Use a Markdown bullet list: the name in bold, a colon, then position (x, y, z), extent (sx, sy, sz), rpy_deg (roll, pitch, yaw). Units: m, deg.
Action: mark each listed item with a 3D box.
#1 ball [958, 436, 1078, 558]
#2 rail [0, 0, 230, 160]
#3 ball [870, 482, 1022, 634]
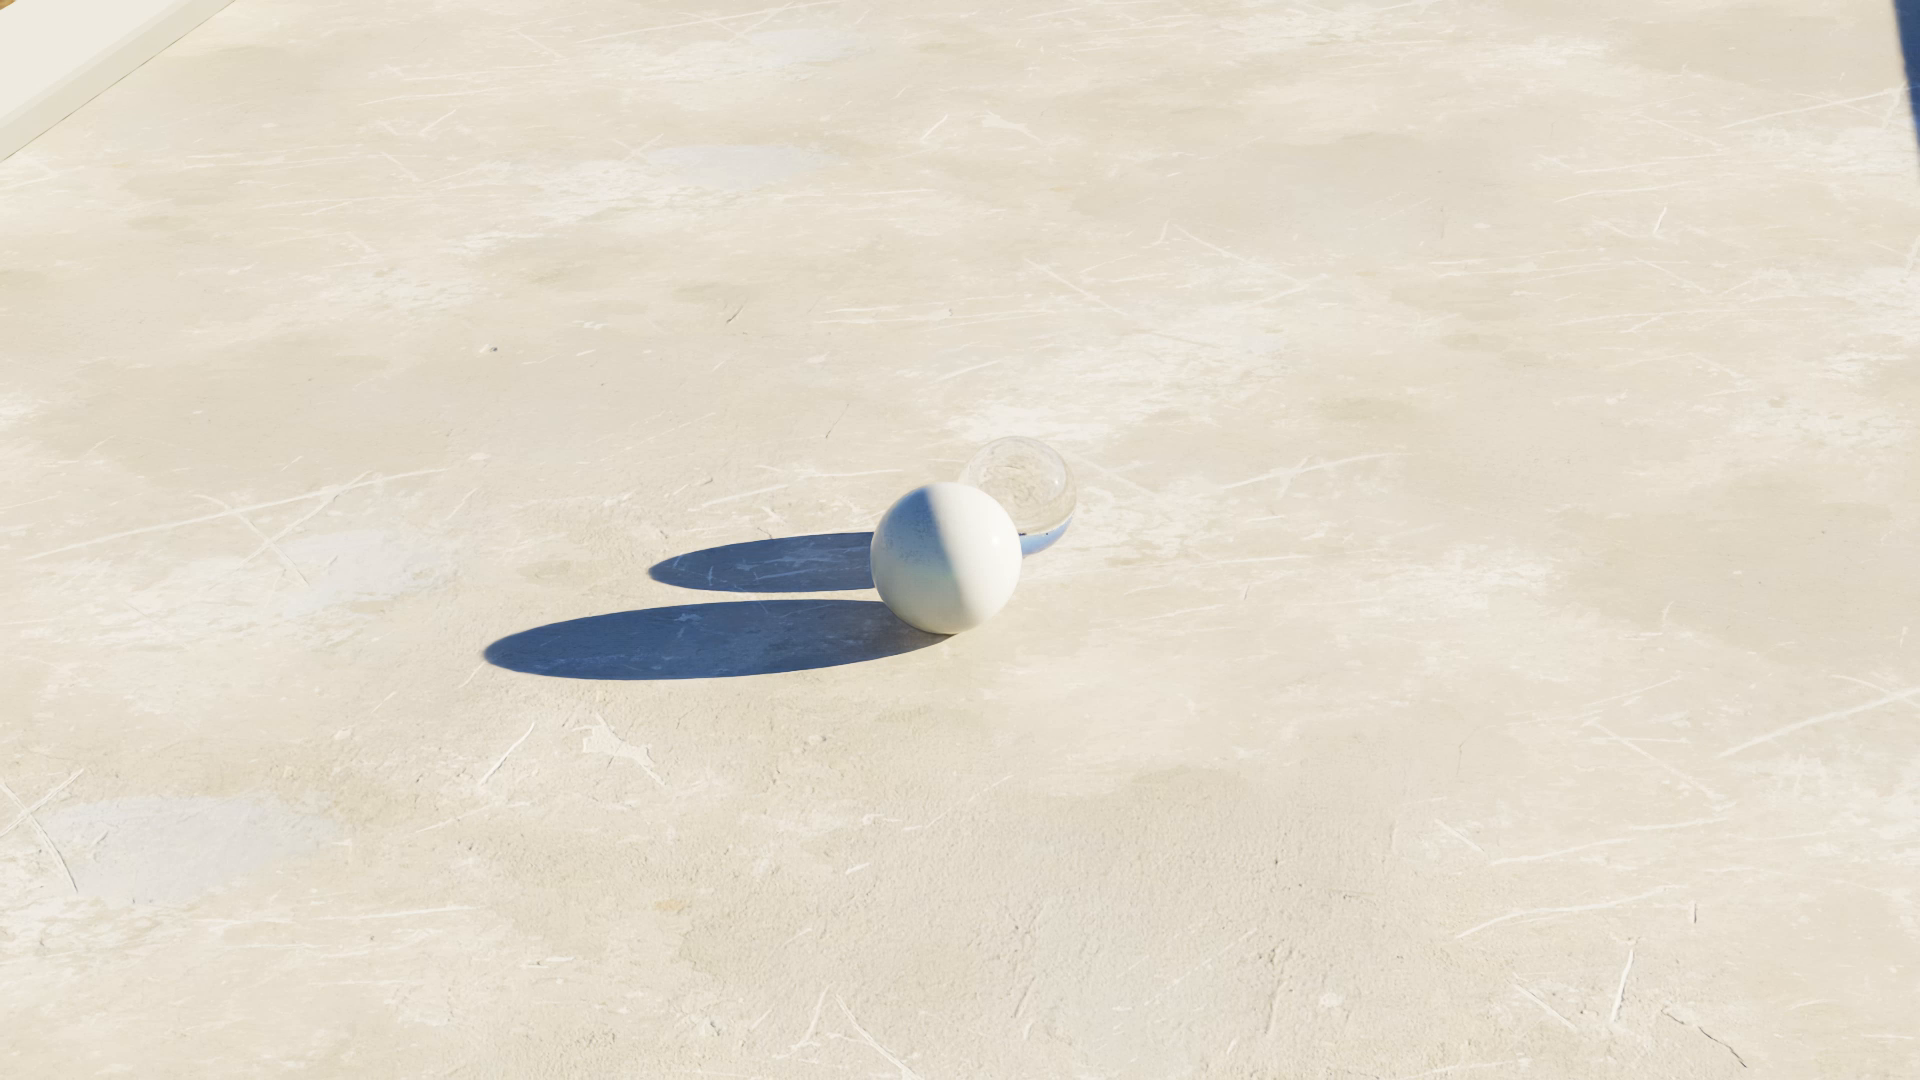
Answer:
- **ball**: position (0.034, -0.026, 1.772), extent (0.074, 0.074, 0.074), rpy_deg (0, 28, 0)
- **rail**: position (-0.678, -0.510, 2.635), extent (0.045, 0.114, 3.496), rpy_deg (6, 29, 11)
- **ball**: position (-0.008, 0.010, 1.689), extent (0.088, 0.088, 0.088), rpy_deg (0, 28, 0)
